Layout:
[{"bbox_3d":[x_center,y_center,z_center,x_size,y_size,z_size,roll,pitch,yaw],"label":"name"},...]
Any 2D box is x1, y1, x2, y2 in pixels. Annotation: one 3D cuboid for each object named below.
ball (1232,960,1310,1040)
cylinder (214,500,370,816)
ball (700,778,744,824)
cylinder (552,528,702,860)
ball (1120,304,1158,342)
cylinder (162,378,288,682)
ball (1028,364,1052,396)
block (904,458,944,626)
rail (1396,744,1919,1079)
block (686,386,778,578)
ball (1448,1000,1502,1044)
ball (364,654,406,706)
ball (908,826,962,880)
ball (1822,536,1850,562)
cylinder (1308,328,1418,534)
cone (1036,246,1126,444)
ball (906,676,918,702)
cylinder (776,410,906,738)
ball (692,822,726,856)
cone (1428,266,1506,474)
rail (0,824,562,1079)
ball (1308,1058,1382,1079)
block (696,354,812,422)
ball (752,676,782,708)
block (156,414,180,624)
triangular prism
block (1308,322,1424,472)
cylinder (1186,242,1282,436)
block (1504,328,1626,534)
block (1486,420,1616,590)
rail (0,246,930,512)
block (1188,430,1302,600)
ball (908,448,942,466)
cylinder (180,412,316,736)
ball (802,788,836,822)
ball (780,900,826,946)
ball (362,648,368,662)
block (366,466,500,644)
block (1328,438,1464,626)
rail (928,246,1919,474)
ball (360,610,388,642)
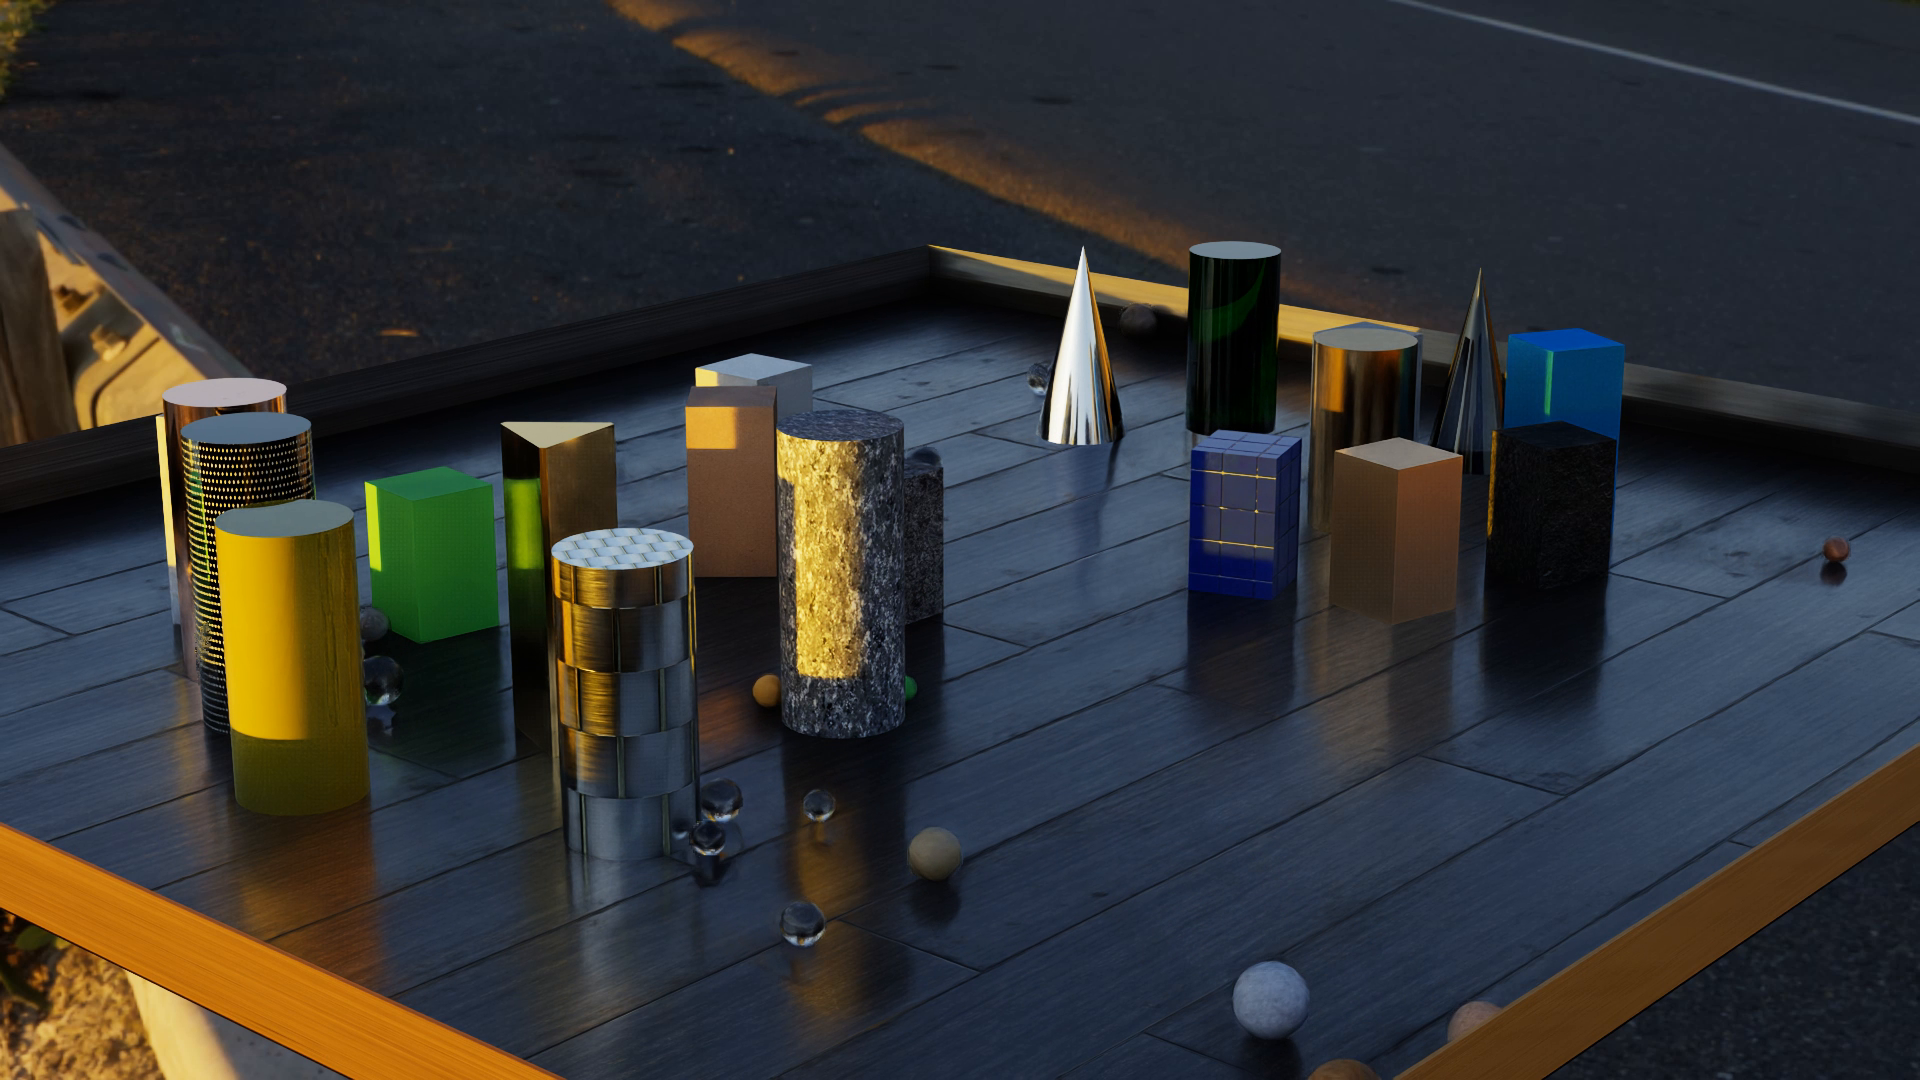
[{"bbox_3d":[0.369,0.546,3.476,0.092,0.092,0.092,0,17,0],"label":"ball"},{"bbox_3d":[-0.950,0.166,4.181,0.192,0.411,0.192,0,17,0],"label":"cylinder"},{"bbox_3d":[-0.336,0.366,4.121,0.063,0.063,0.063,0,17,0],"label":"ball"},{"bbox_3d":[-0.457,0.210,4.027,0.192,0.416,0.192,0,17,0],"label":"cylinder"},{"bbox_3d":[0.426,-0.517,7.001,0.090,0.090,0.090,0,17,0],"label":"ball"},{"bbox_3d":[-1.161,-0.014,4.697,0.192,0.458,0.192,0,17,0],"label":"cylinder"},{"bbox_3d":[0.185,-0.355,6.494,0.072,0.072,0.072,0,17,0],"label":"ball"},{"bbox_3d":[-0.137,0.002,4.992,0.153,0.257,0.153,15,22,40],"label":"block"},{"bbox_3d":[1.275,0.351,4.060,0.045,0.125,3.695,14,22,39],"label":"rail"},{"bbox_3d":[-0.405,-0.106,5.254,0.153,0.312,0.153,0,17,-1],"label":"block"},{"bbox_3d":[0.605,0.574,3.408,0.077,0.077,0.077,0,17,0],"label":"ball"},{"bbox_3d":[-0.906,0.219,4.581,0.079,0.079,0.079,0,17,0],"label":"ball"},{"bbox_3d":[-0.033,0.420,3.927,0.072,0.072,0.072,0,17,0],"label":"ball"},{"bbox_3d":[1.585,0.016,5.306,0.047,0.047,0.047,0,17,0],"label":"ball"},{"bbox_3d":[0.754,-0.203,5.501,0.192,0.355,0.192,0,17,0],"label":"cylinder"},{"bbox_3d":[0.256,-0.418,6.131,0.192,0.403,0.192,0,17,0],"label":"cone"},{"bbox_3d":[-0.087,0.233,4.599,0.041,0.041,0.041,0,17,0],"label":"ball"},{"bbox_3d":[-0.180,0.050,4.470,0.192,0.466,0.192,0,17,0],"label":"cylinder"},{"bbox_3d":[-0.343,0.409,4.008,0.047,0.047,0.047,0,17,0],"label":"ball"},{"bbox_3d":[1.040,-0.353,5.909,0.192,0.406,0.192,0,17,0],"label":"cone"},{"bbox_3d":[-1.196,0.429,3.802,3.425,0.125,0.045,14,22,39],"label":"rail"},{"bbox_3d":[0.424,0.619,3.227,0.096,0.096,0.096,0,17,0],"label":"ball"},{"bbox_3d":[-0.384,-0.178,5.508,0.153,0.304,0.153,13,21,37],"label":"block"},{"bbox_3d":[-0.298,0.236,4.573,0.050,0.050,0.050,0,17,0],"label":"ball"},{"bbox_3d":[-1.240,-0.046,4.970,0.153,0.362,0.153,5,17,16],"label":"block"},{"bbox_3d":[-0.620,0.065,4.399,0.144,0.479,0.166,10,19,30],"label":"triangular prism"},{"bbox_3d":[0.808,-0.272,5.844,0.153,0.288,0.153,-14,22,-39],"label":"block"},{"bbox_3d":[0.576,-0.424,6.188,0.192,0.381,0.192,0,17,0],"label":"cylinder"},{"bbox_3d":[1.121,-0.198,5.473,0.153,0.361,0.153,-6,18,-20],"label":"block"},{"bbox_3d":[1.050,-0.064,5.214,0.153,0.254,0.153,-9,19,-26],"label":"block"},{"bbox_3d":[-1.275,-0.289,6.180,0.045,0.125,3.695,14,22,39],"label":"rail"},{"bbox_3d":[0.501,-0.046,5.155,0.153,0.255,0.153,7,18,22],"label":"block"},{"bbox_3d":[-0.071,-0.145,5.798,0.073,0.073,0.073,0,17,0],"label":"ball"},{"bbox_3d":[-1.073,0.052,4.474,0.192,0.461,0.192,0,17,0],"label":"cylinder"},{"bbox_3d":[-0.199,0.373,4.127,0.046,0.046,0.046,0,17,0],"label":"ball"},{"bbox_3d":[-0.200,0.487,3.727,0.059,0.059,0.059,0,17,0],"label":"ball"},{"bbox_3d":[-0.981,0.197,4.632,0.091,0.091,0.091,0,17,0],"label":"ball"},{"bbox_3d":[-0.888,0.023,4.937,0.153,0.247,0.153,-14,22,-39],"label":"block"},{"bbox_3d":[0.746,-0.017,5.027,0.153,0.273,0.153,-12,21,-35],"label":"block"},{"bbox_3d":[1.196,-0.367,6.439,3.425,0.125,0.045,14,22,39],"label":"rail"},{"bbox_3d":[-0.979,0.142,4.879,0.054,0.054,0.054,0,17,0],"label":"ball"}]
